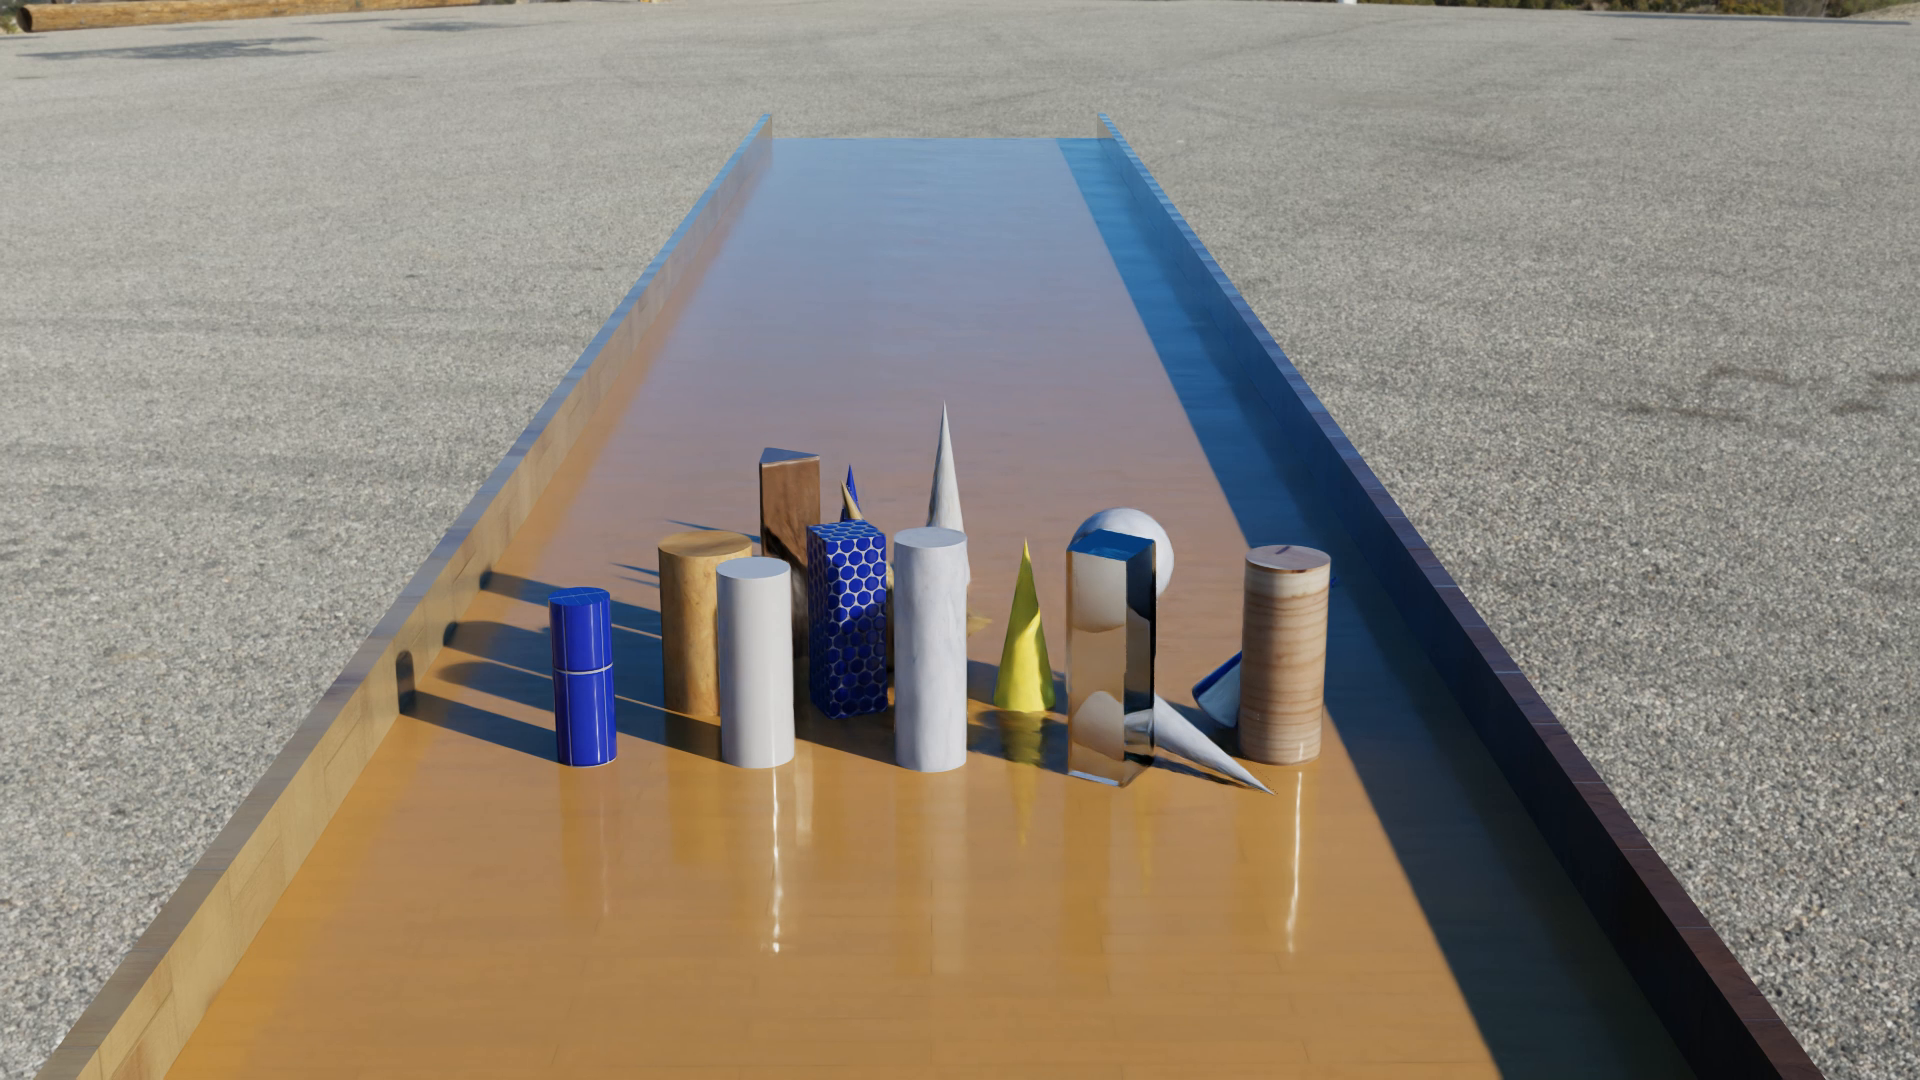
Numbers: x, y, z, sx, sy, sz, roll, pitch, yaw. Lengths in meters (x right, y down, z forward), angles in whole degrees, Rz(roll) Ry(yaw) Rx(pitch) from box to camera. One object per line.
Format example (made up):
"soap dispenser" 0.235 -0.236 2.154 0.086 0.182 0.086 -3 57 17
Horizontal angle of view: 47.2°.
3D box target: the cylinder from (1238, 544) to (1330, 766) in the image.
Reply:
"cylinder" 0.574 0.204 3.902 0.149 0.363 0.149 0 17 0

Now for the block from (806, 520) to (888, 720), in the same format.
"block" -0.212 0.148 4.122 0.115 0.345 0.115 -7 18 -22

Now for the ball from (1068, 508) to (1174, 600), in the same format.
"ball" 0.284 0.036 3.894 0.189 0.189 0.189 0 17 0

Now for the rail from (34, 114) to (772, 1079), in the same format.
"rail" -1.118 -0.838 7.780 0.050 0.150 12.000 0 17 -1

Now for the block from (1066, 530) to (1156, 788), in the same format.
"block" 0.260 0.205 3.782 0.112 0.421 0.112 12 25 30

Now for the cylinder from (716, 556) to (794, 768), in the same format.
"cylinder" -0.361 0.216 3.885 0.130 0.350 0.130 0 17 0

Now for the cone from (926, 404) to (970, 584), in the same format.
"cone" -0.034 -0.109 4.866 0.118 0.415 0.118 0 17 0

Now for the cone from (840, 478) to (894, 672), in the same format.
"cone" -0.171 0.051 4.268 0.132 0.432 0.132 -12 35 8

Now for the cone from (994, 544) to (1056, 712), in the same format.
"cone" 0.123 0.152 4.150 0.121 0.323 0.121 0 17 0

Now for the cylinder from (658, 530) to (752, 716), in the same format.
"cylinder" -0.477 0.155 4.158 0.175 0.311 0.175 0 17 0

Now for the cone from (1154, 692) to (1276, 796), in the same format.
"cone" 0.410 0.360 3.847 0.361 0.106 0.106 31 31 32

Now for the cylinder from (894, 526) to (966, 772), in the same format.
"cylinder" -0.052 0.192 3.860 0.128 0.411 0.128 0 17 0

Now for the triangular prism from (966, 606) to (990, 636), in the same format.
"triangular prism" -0.048 0.132 4.235 0.098 0.085 0.338 -30 -14 12

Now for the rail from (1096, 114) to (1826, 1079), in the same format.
"rail" 0.932 -0.844 7.801 0.050 0.150 12.000 0 17 -1

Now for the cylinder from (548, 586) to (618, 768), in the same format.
"cylinder" -0.665 0.242 3.885 0.106 0.301 0.106 0 17 0

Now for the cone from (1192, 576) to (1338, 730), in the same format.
"cone" 0.575 0.187 4.004 0.111 0.345 0.111 34 22 -16

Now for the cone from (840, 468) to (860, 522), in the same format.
"cone" -0.228 0.004 4.610 0.129 0.343 0.129 0 17 0

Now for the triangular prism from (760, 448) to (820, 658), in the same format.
"triangular prism" -0.360 0.026 4.416 0.128 0.413 0.111 -9 19 -28
